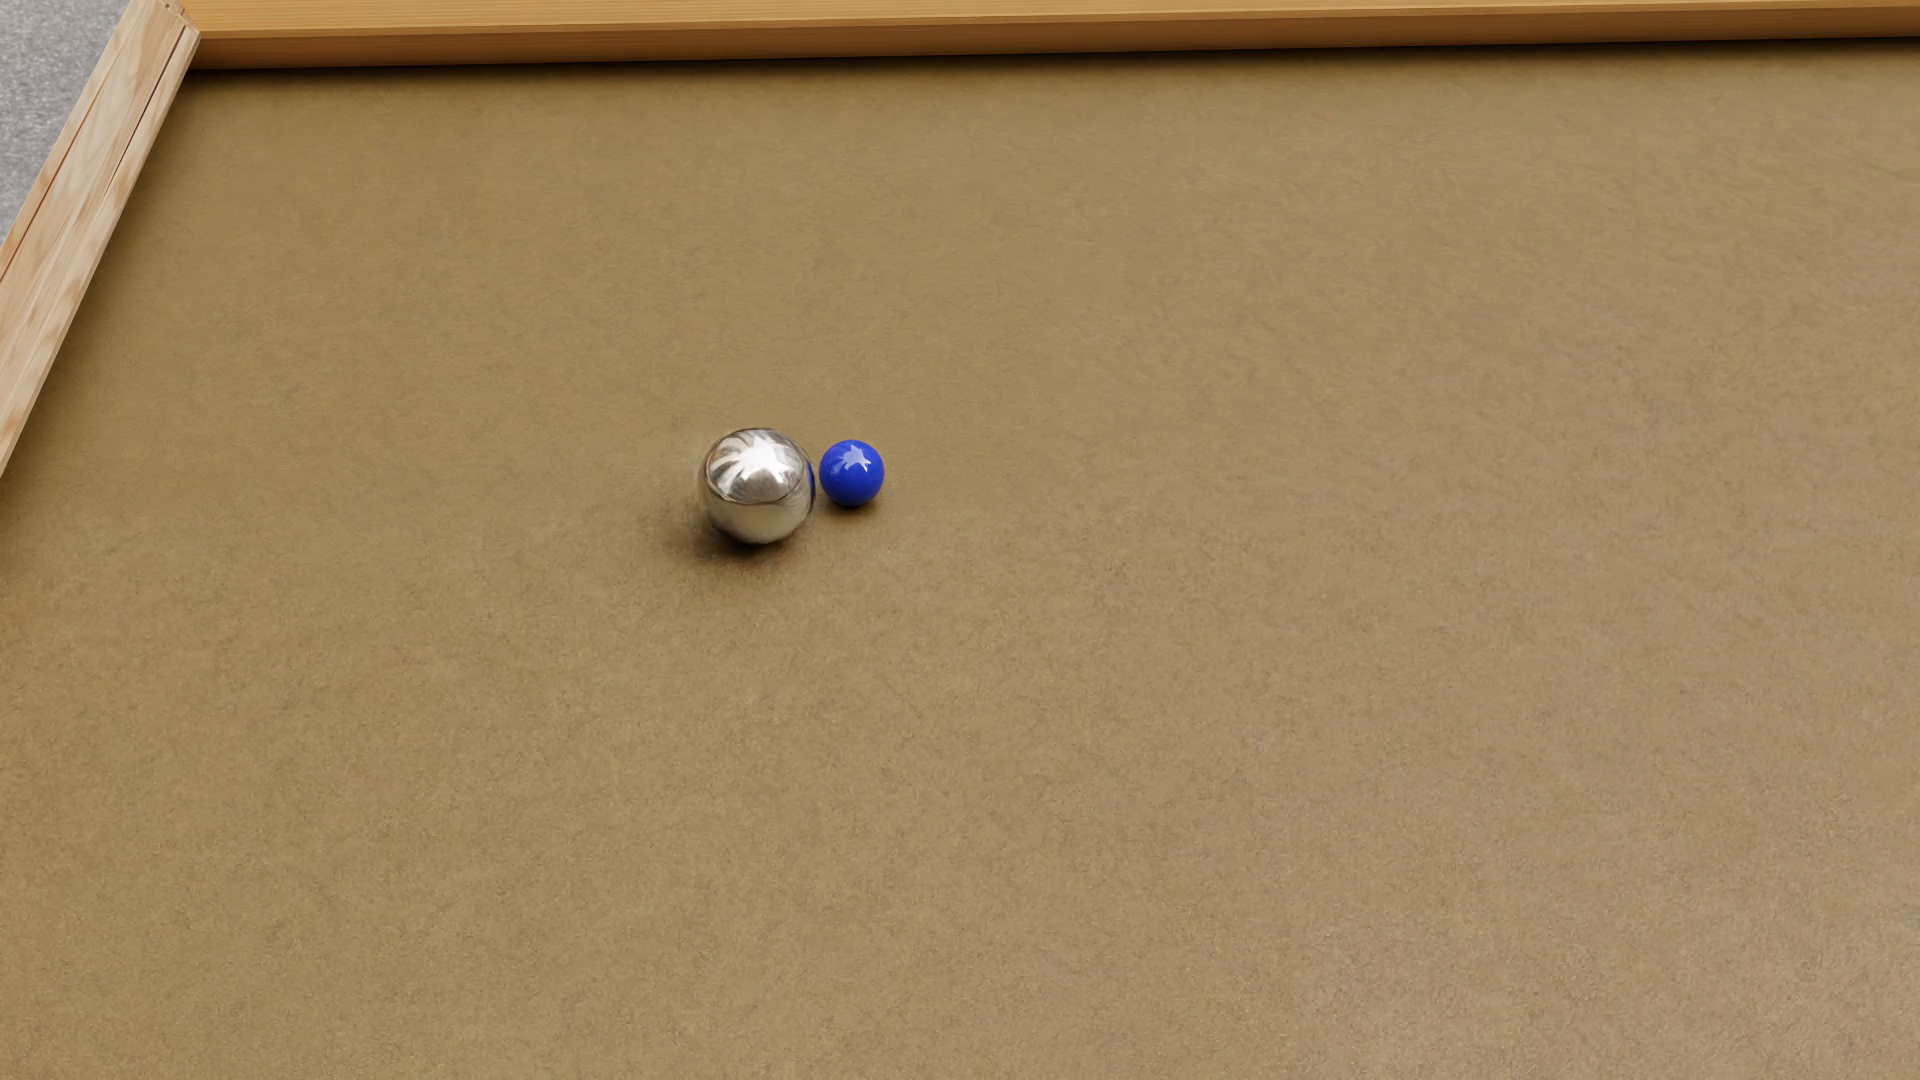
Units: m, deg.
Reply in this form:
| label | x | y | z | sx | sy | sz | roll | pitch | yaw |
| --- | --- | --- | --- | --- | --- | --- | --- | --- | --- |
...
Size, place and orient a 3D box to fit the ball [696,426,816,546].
| label | x | y | z | sx | sy | sz | roll | pitch | yaw |
| --- | --- | --- | --- | --- | --- | --- | --- | --- | --- |
| ball | -0.142 | -0.037 | 1.786 | 0.083 | 0.083 | 0.083 | 0 | 36 | 0 |

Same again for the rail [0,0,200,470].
| label | x | y | z | sx | sy | sz | roll | pitch | yaw |
| --- | --- | --- | --- | --- | --- | --- | --- | --- | --- |
| rail | -0.684 | -0.006 | 1.720 | 0.045 | 0.108 | 1.655 | -2 | 36 | -2 |

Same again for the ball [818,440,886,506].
| label | x | y | z | sx | sy | sz | roll | pitch | yaw |
| --- | --- | --- | --- | --- | --- | --- | --- | --- | --- |
| ball | -0.077 | -0.048 | 1.830 | 0.048 | 0.048 | 0.048 | 0 | 36 | 0 |

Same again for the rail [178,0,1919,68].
| label | x | y | z | sx | sy | sz | roll | pitch | yaw |
| --- | --- | --- | --- | --- | --- | --- | --- | --- | --- |
| rail | 0.671 | -0.513 | 2.422 | 2.833 | 0.108 | 0.045 | -2 | 36 | -2 |
